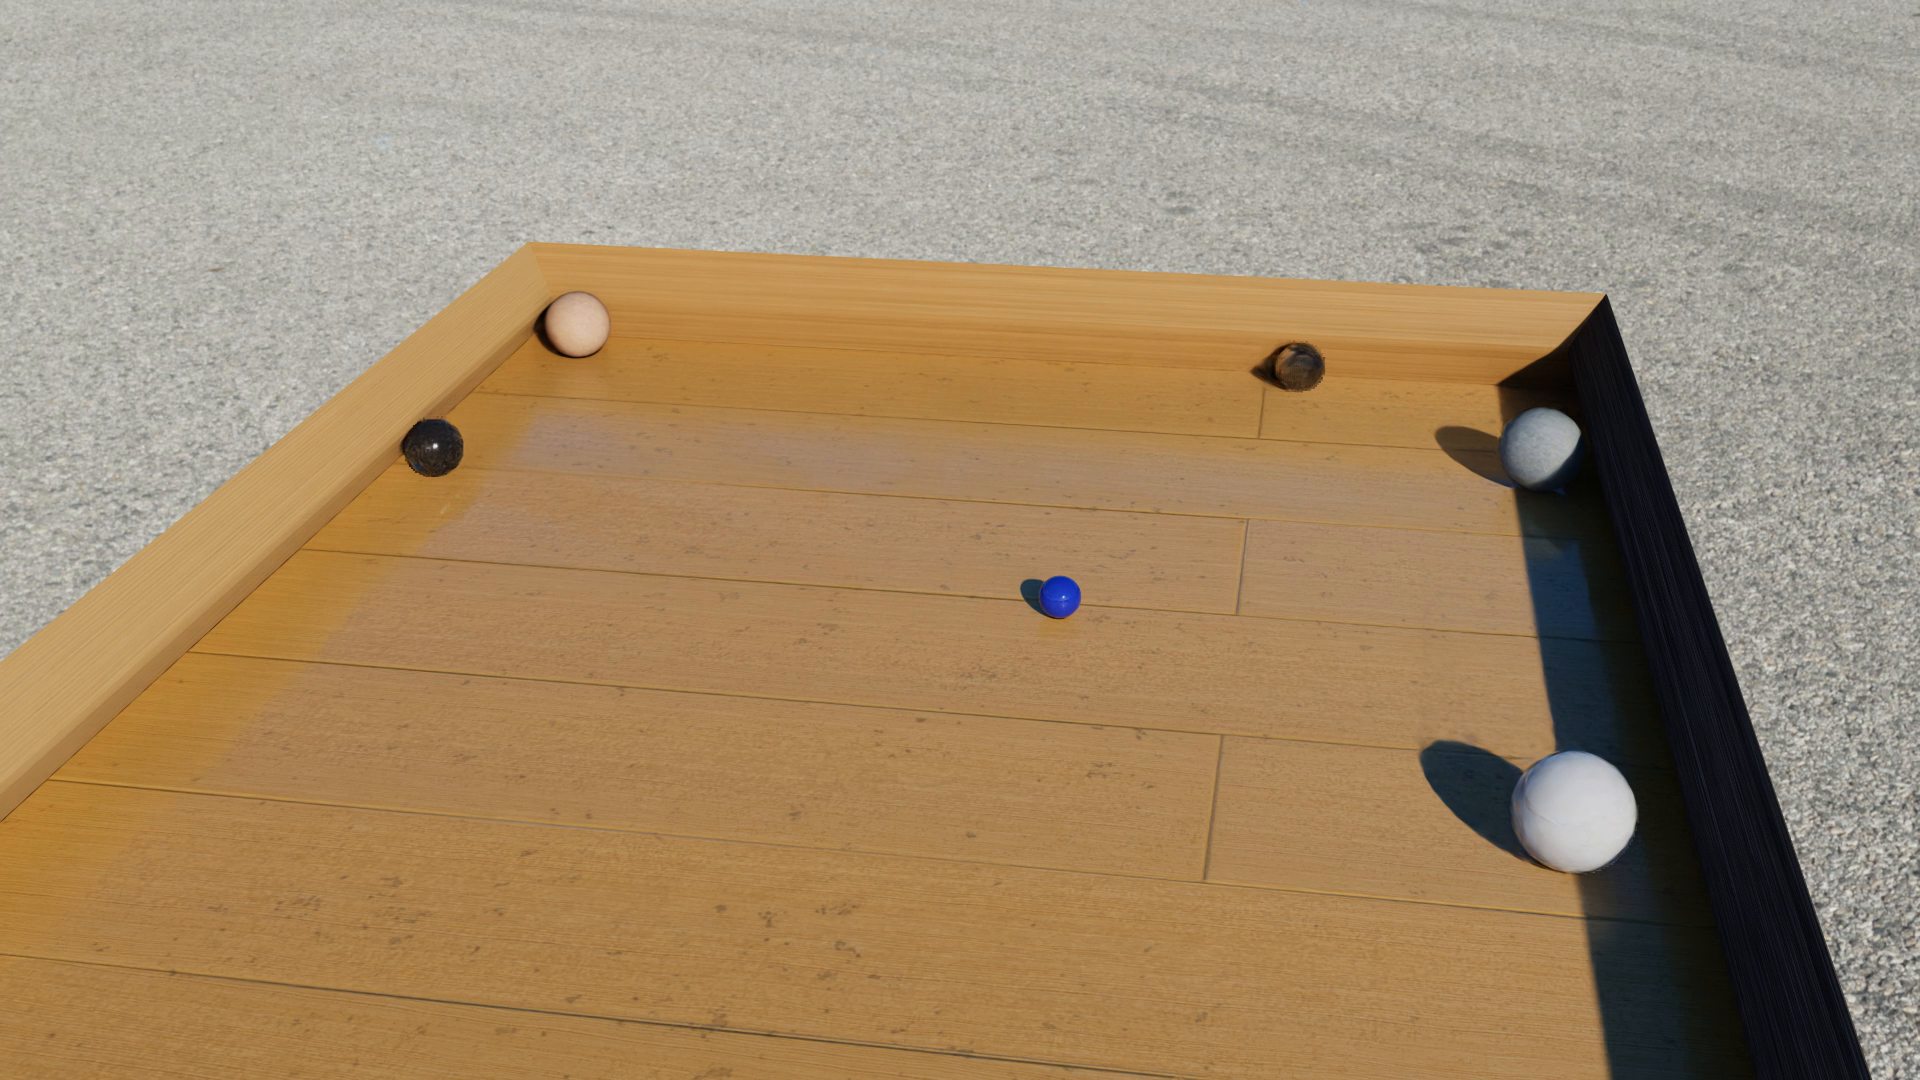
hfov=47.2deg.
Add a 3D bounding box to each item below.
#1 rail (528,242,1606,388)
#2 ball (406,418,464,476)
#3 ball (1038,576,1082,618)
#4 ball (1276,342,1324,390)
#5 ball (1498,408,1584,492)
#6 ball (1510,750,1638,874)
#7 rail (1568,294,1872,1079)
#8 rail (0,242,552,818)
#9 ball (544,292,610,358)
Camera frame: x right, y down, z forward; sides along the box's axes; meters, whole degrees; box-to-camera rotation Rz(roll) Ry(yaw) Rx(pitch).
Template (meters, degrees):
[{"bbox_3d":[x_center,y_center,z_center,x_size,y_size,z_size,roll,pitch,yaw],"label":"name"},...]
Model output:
[{"bbox_3d":[0.110,-0.289,2.875,1.420,0.127,0.045,4,24,9],"label":"rail"},{"bbox_3d":[-0.606,-0.107,2.538,0.066,0.066,0.066,0,24,0],"label":"ball"},{"bbox_3d":[0.100,0.057,2.193,0.043,0.043,0.043,0,24,0],"label":"ball"},{"bbox_3d":[0.433,-0.221,2.803,0.061,0.061,0.061,0,24,0],"label":"ball"},{"bbox_3d":[0.659,-0.102,2.491,0.095,0.095,0.095,0,24,0],"label":"ball"},{"bbox_3d":[0.491,0.217,1.759,0.098,0.098,0.098,0,24,0],"label":"ball"},{"bbox_3d":[0.563,0.291,1.552,0.045,0.127,2.745,4,24,9],"label":"rail"},{"bbox_3d":[-0.791,0.199,1.761,0.045,0.127,2.745,4,24,9],"label":"rail"},{"bbox_3d":[-0.508,-0.286,2.920,0.088,0.088,0.088,0,24,0],"label":"ball"}]
